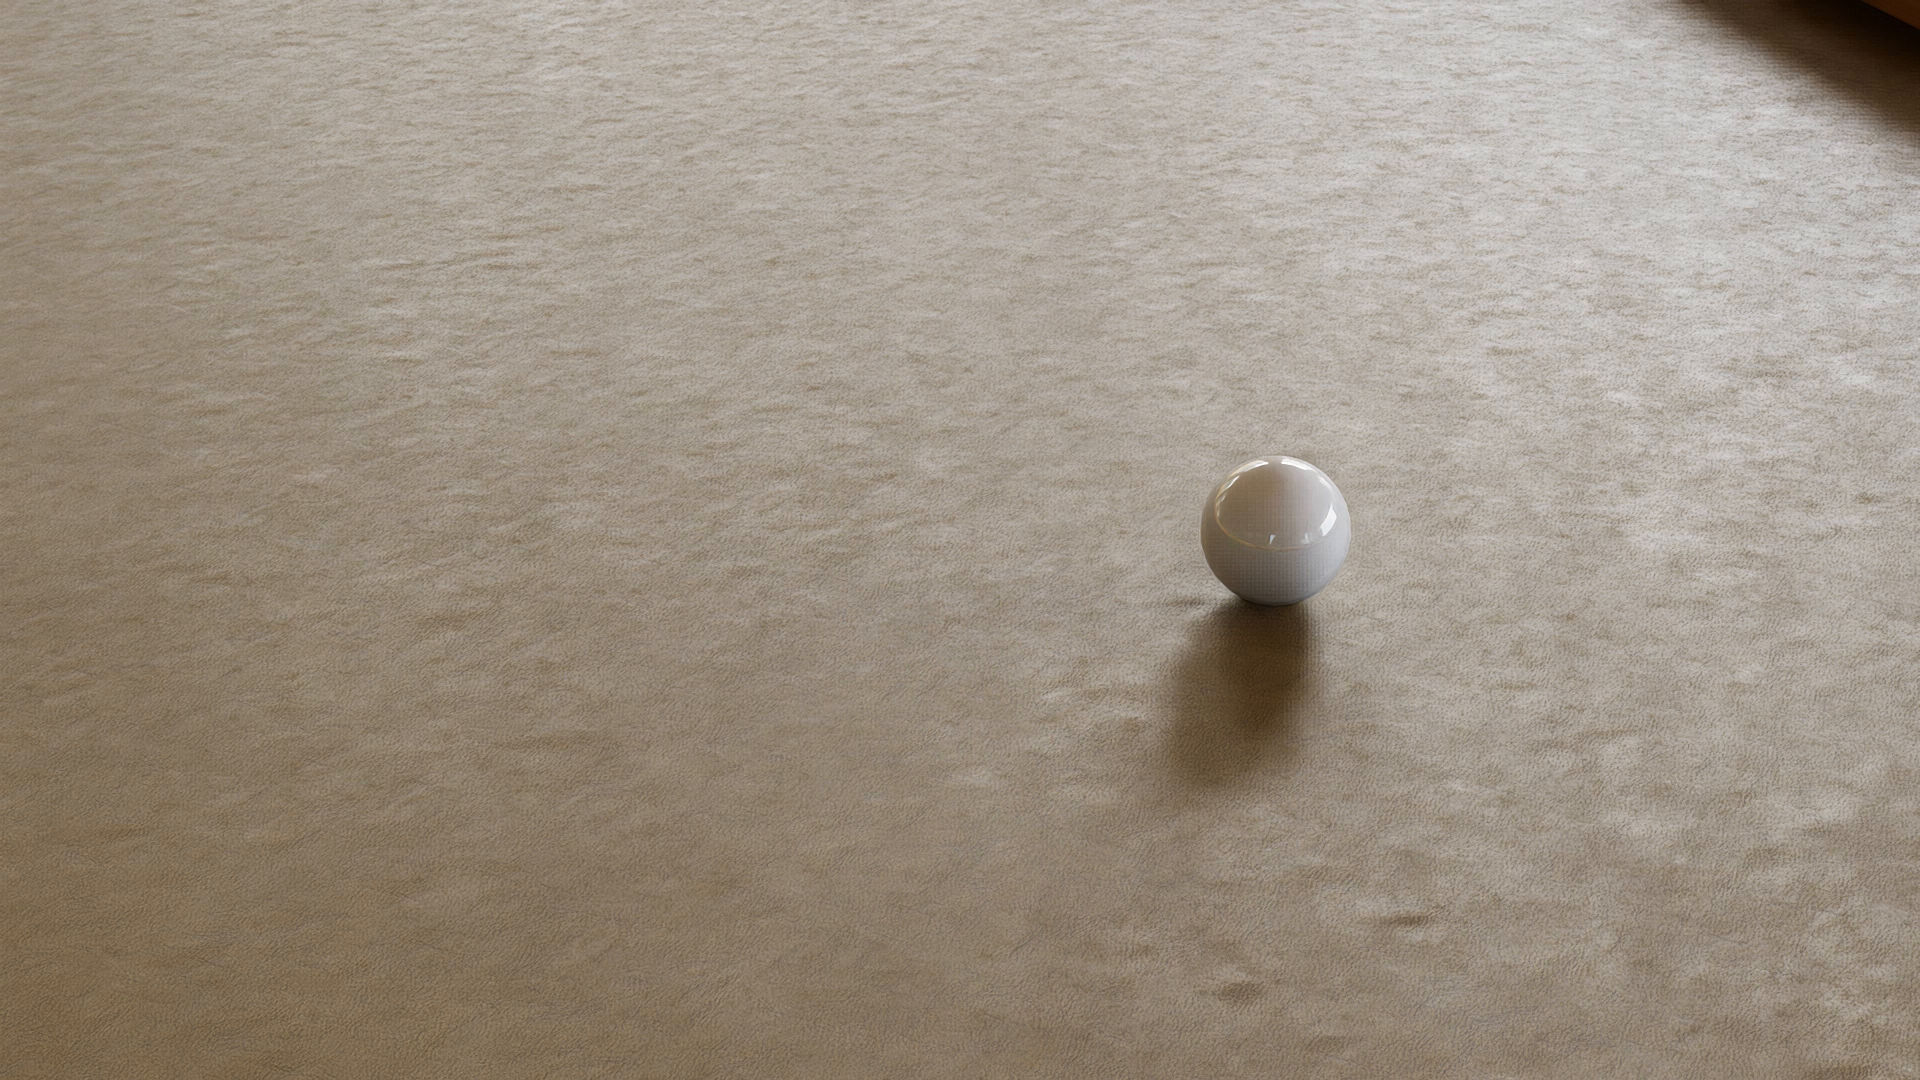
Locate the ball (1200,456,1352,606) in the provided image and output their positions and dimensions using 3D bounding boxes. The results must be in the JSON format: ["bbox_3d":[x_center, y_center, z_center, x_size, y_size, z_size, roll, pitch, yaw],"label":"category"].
[{"bbox_3d":[0.189,-0.006,1.761,0.090,0.090,0.090,0,29,0],"label":"ball"}]

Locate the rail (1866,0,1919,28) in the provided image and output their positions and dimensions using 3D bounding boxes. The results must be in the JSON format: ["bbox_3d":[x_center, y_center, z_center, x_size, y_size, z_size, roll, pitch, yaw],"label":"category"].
[{"bbox_3d":[0.696,-0.702,2.965,0.045,0.119,4.188,-11,31,-19],"label":"rail"}]
